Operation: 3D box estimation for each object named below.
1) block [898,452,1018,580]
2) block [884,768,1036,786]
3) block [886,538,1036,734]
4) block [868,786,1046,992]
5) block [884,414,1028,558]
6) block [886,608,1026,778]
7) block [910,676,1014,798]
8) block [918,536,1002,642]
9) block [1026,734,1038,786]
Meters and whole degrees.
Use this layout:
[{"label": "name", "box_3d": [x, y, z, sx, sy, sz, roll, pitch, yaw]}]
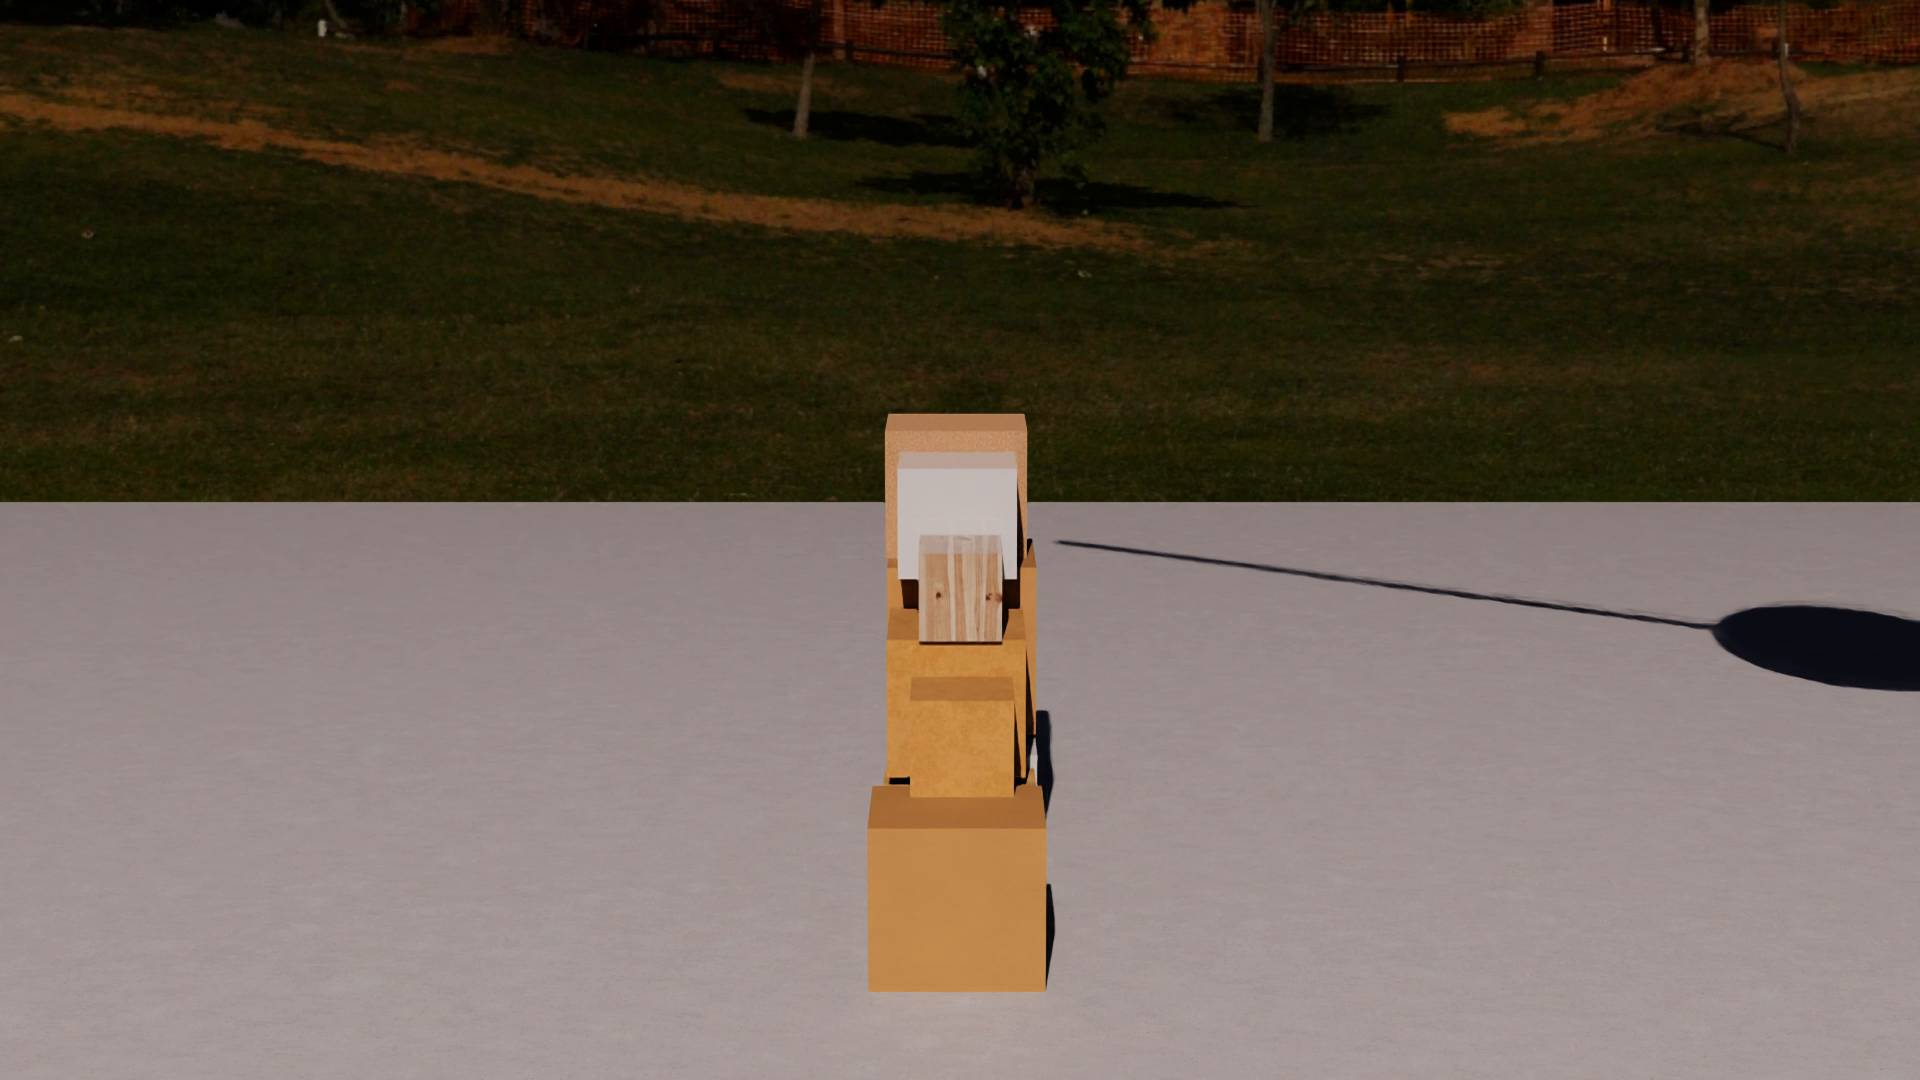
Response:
[{"label": "block", "box_3d": [-0.011, -0.110, 11.058, 0.504, 0.475, 0.448, 0, 11, 0]}, {"label": "block", "box_3d": [-0.002, 1.310, 10.766, 0.640, 0.571, 0.568, 0, 10, 0]}, {"label": "block", "box_3d": [0.008, 0.424, 11.520, 0.648, 0.746, 0.682, 0, 11, 0]}, {"label": "block", "box_3d": [-0.012, 1.374, 10.175, 0.686, 0.656, 0.599, 0, 10, 0]}, {"label": "block", "box_3d": [-0.017, -0.250, 11.552, 0.623, 0.565, 0.555, 0, 11, 0]}, {"label": "block", "box_3d": [-0.015, 0.641, 10.902, 0.574, 0.590, 0.584, 0, 12, 0]}, {"label": "block", "box_3d": [0.008, 0.796, 10.417, 0.414, 0.395, 0.419, 0, 10, 0]}, {"label": "block", "box_3d": [0.002, 0.198, 10.675, 0.341, 0.370, 0.372, 0, 12, 0]}, {"label": "block", "box_3d": [0.018, 1.175, 11.354, 0.627, 0.625, 0.617, 0, 10, 0]}]
